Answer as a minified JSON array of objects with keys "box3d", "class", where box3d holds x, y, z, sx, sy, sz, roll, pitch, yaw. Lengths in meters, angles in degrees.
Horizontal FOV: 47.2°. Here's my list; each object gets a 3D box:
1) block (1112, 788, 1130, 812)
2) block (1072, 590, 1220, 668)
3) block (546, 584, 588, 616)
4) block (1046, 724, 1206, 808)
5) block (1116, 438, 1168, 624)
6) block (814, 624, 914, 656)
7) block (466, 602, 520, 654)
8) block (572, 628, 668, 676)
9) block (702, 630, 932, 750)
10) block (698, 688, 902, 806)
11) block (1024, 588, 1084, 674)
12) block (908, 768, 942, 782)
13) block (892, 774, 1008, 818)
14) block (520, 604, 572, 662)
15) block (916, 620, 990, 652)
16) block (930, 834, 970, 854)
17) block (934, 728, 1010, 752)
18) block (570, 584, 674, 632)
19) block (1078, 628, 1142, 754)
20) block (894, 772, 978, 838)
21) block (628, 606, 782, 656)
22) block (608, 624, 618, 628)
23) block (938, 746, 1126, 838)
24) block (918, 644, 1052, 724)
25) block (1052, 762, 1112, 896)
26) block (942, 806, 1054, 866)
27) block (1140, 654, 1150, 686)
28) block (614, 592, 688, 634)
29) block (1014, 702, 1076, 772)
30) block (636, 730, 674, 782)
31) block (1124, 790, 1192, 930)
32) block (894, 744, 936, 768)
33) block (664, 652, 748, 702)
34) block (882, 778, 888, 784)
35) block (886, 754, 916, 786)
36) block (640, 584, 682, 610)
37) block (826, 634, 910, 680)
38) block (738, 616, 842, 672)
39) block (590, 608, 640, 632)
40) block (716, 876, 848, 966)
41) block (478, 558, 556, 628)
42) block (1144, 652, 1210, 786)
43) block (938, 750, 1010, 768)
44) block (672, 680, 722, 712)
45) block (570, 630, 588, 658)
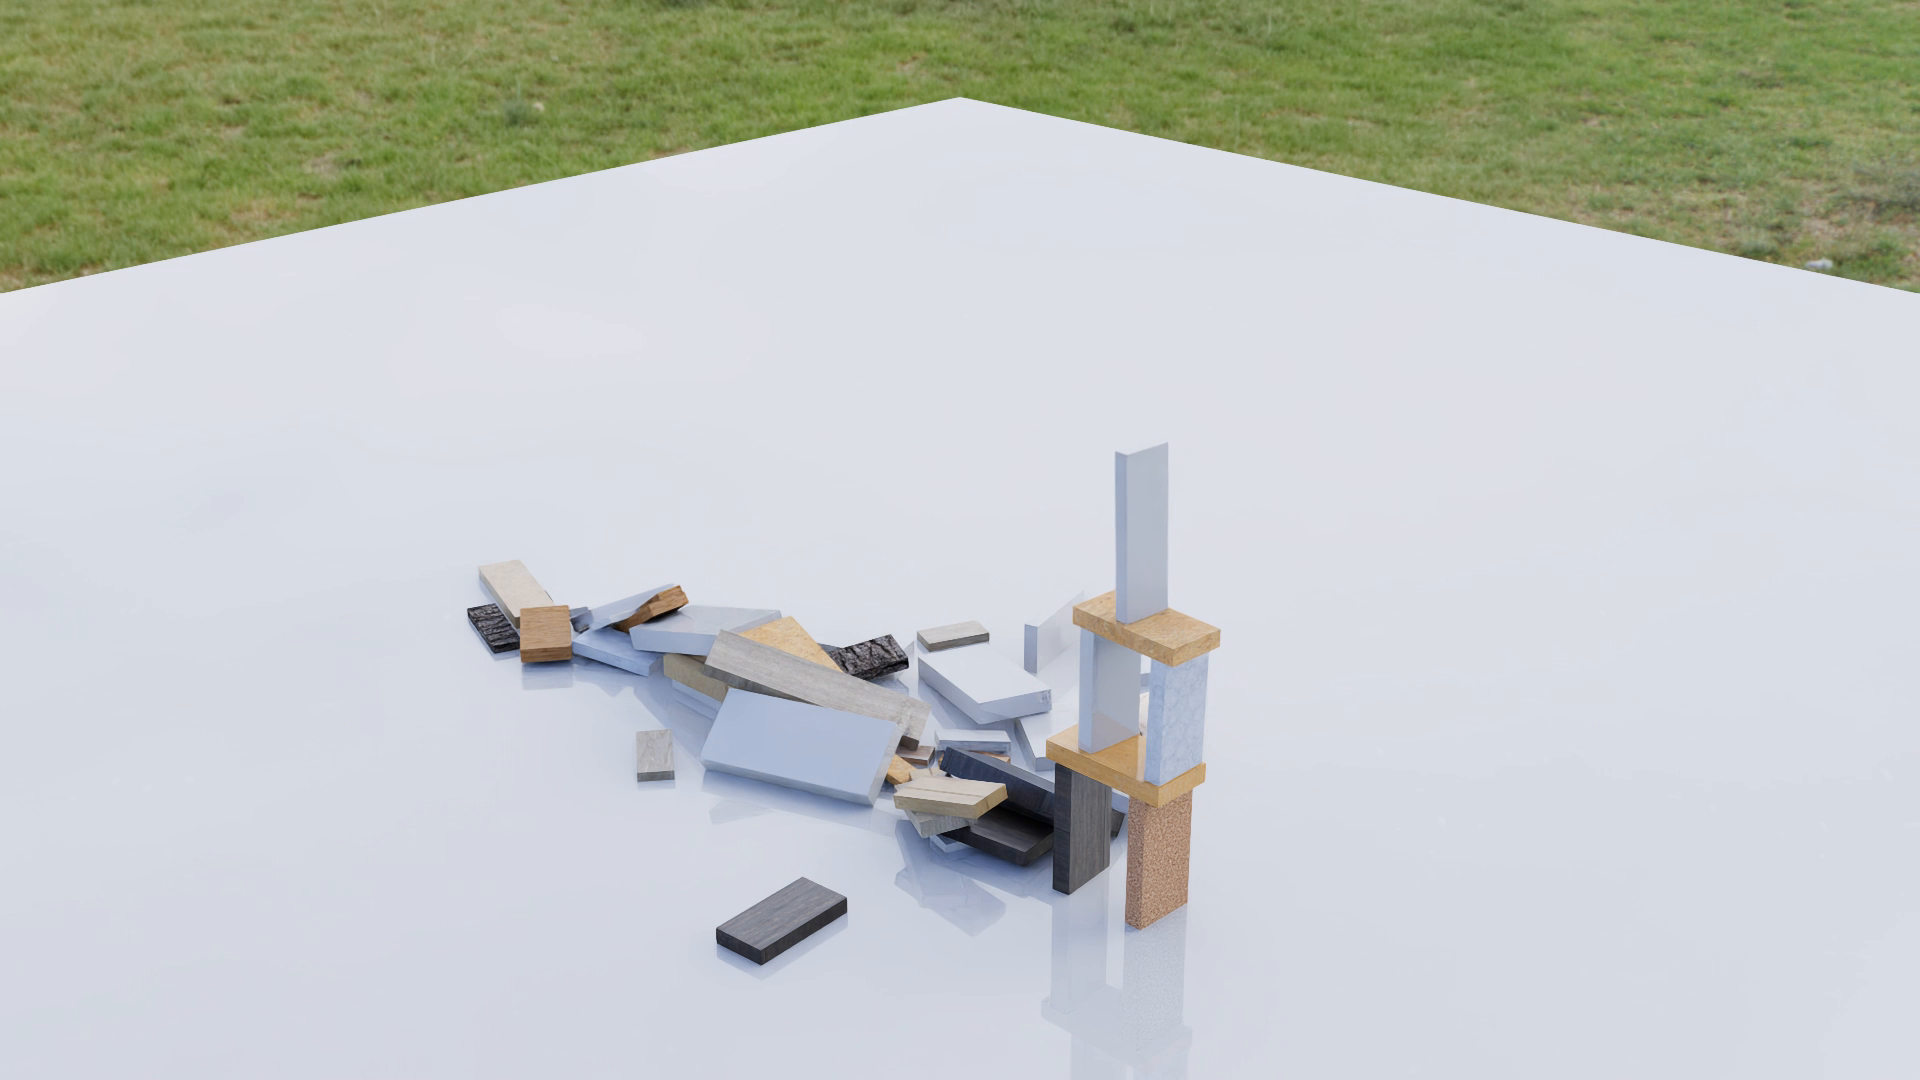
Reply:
[{"box3d":[0.322,0.521,4.444,0.204,0.029,0.102,18,3,37],"class":"block"},{"box3d":[0.332,0.154,3.931,0.123,0.035,0.246,-20,30,-38],"class":"block"},{"box3d":[-0.963,0.150,5.382,0.070,0.020,0.140,-10,25,-22],"class":"block"},{"box3d":[0.304,0.407,4.060,0.271,0.038,0.135,21,31,40],"class":"block"},{"box3d":[0.321,-0.015,3.877,0.102,0.317,0.029,-18,27,-36],"class":"block"},{"box3d":[-0.227,0.249,5.136,0.214,0.030,0.107,10,25,22],"class":"block"},{"box3d":[-1.109,0.210,5.241,0.070,0.020,0.236,-11,25,-24],"class":"block"},{"box3d":[-0.783,0.255,5.094,0.206,0.029,0.103,16,27,19],"class":"block"},{"box3d":[-0.303,0.319,4.697,0.483,0.033,0.116,20,40,0],"class":"block"},{"box3d":[-0.333,0.428,4.573,0.392,0.049,0.172,10,60,22],"class":"block"},{"box3d":[0.220,0.208,5.118,0.034,0.118,0.237,12,26,27],"class":"block"},{"box3d":[-0.055,0.517,4.488,0.068,0.019,0.137,-6,34,-14],"class":"block"},{"box3d":[-0.020,0.501,4.295,0.204,0.029,0.102,1,19,40],"class":"block"},{"box3d":[-0.971,0.218,5.154,0.116,0.033,0.231,-4,23,-10],"class":"block"},{"box3d":[-0.016,0.226,5.199,0.154,0.022,0.077,-10,25,-21],"class":"block"},{"box3d":[0.016,0.581,4.366,0.137,0.019,0.068,-12,26,-26],"class":"block"},{"box3d":[0.026,0.427,4.692,0.154,0.022,0.077,2,12,-9],"class":"block"},{"box3d":[-0.805,0.161,5.268,0.231,0.033,0.116,-19,-2,-38],"class":"block"},{"box3d":[0.276,0.260,4.042,0.123,0.246,0.035,-18,29,-36],"class":"block"},{"box3d":[-0.048,0.523,4.356,0.115,0.033,0.229,-14,15,-11],"class":"block"},{"box3d":[-0.576,0.204,4.987,0.179,0.051,0.357,-21,14,-38],"class":"block"},{"box3d":[-0.777,0.177,5.233,0.122,0.017,0.061,-21,-2,28],"class":"block"},{"box3d":[0.143,0.504,4.409,0.345,0.049,0.172,20,0,39],"class":"block"},{"box3d":[0.052,0.317,4.899,0.172,0.049,0.345,-10,18,-22],"class":"block"},{"box3d":[0.233,0.524,4.178,0.038,0.271,0.135,17,28,35],"class":"block"},{"box3d":[0.067,0.569,4.328,0.229,0.033,0.115,16,28,33],"class":"block"},{"box3d":[0.378,0.272,5.076,0.118,0.034,0.237,-5,23,-11],"class":"block"},{"box3d":[-0.728,0.179,5.151,0.103,0.029,0.206,-21,-5,-40],"class":"block"},{"box3d":[0.197,0.421,4.725,0.118,0.034,0.237,-4,23,-9],"class":"block"},{"box3d":[-0.646,0.456,4.659,0.077,0.022,0.185,-3,23,-8],"class":"block"},{"box3d":[0.368,0.573,4.064,0.038,0.271,0.135,21,31,41],"class":"block"},{"box3d":[-0.119,0.454,4.670,0.121,0.017,0.060,6,24,14],"class":"block"},{"box3d":[-0.475,0.305,4.903,0.357,0.051,0.179,20,30,39],"class":"block"},{"box3d":[-0.186,0.475,4.619,0.121,0.017,0.060,16,28,34],"class":"block"},{"box3d":[-0.124,0.485,4.564,0.121,0.017,0.060,32,37,31],"class":"block"},{"box3d":[-0.698,0.138,5.135,0.061,0.017,0.122,-22,-5,-32],"class":"block"},{"box3d":[-0.236,0.282,5.009,0.214,0.030,0.107,-16,33,-18],"class":"block"},{"box3d":[-0.334,0.320,4.756,0.179,0.051,0.357,-19,53,-40],"class":"block"},{"box3d":[-0.804,0.185,5.142,0.061,0.017,0.122,-22,-2,29],"class":"block"},{"box3d":[-0.328,0.702,4.064,0.115,0.033,0.230,18,29,36],"class":"block"},{"box3d":[-1.089,0.130,5.415,0.107,0.030,0.339,-11,25,-24],"class":"block"},{"box3d":[0.388,0.306,3.932,0.035,0.246,0.123,22,31,39],"class":"block"},{"box3d":[0.031,0.468,4.633,0.137,0.019,0.068,8,24,19],"class":"block"},{"box3d":[-0.542,0.334,4.937,0.103,0.029,0.206,-21,31,-40],"class":"block"},{"box3d":[-0.913,0.241,5.167,0.140,0.020,0.070,14,27,30],"class":"block"}]
